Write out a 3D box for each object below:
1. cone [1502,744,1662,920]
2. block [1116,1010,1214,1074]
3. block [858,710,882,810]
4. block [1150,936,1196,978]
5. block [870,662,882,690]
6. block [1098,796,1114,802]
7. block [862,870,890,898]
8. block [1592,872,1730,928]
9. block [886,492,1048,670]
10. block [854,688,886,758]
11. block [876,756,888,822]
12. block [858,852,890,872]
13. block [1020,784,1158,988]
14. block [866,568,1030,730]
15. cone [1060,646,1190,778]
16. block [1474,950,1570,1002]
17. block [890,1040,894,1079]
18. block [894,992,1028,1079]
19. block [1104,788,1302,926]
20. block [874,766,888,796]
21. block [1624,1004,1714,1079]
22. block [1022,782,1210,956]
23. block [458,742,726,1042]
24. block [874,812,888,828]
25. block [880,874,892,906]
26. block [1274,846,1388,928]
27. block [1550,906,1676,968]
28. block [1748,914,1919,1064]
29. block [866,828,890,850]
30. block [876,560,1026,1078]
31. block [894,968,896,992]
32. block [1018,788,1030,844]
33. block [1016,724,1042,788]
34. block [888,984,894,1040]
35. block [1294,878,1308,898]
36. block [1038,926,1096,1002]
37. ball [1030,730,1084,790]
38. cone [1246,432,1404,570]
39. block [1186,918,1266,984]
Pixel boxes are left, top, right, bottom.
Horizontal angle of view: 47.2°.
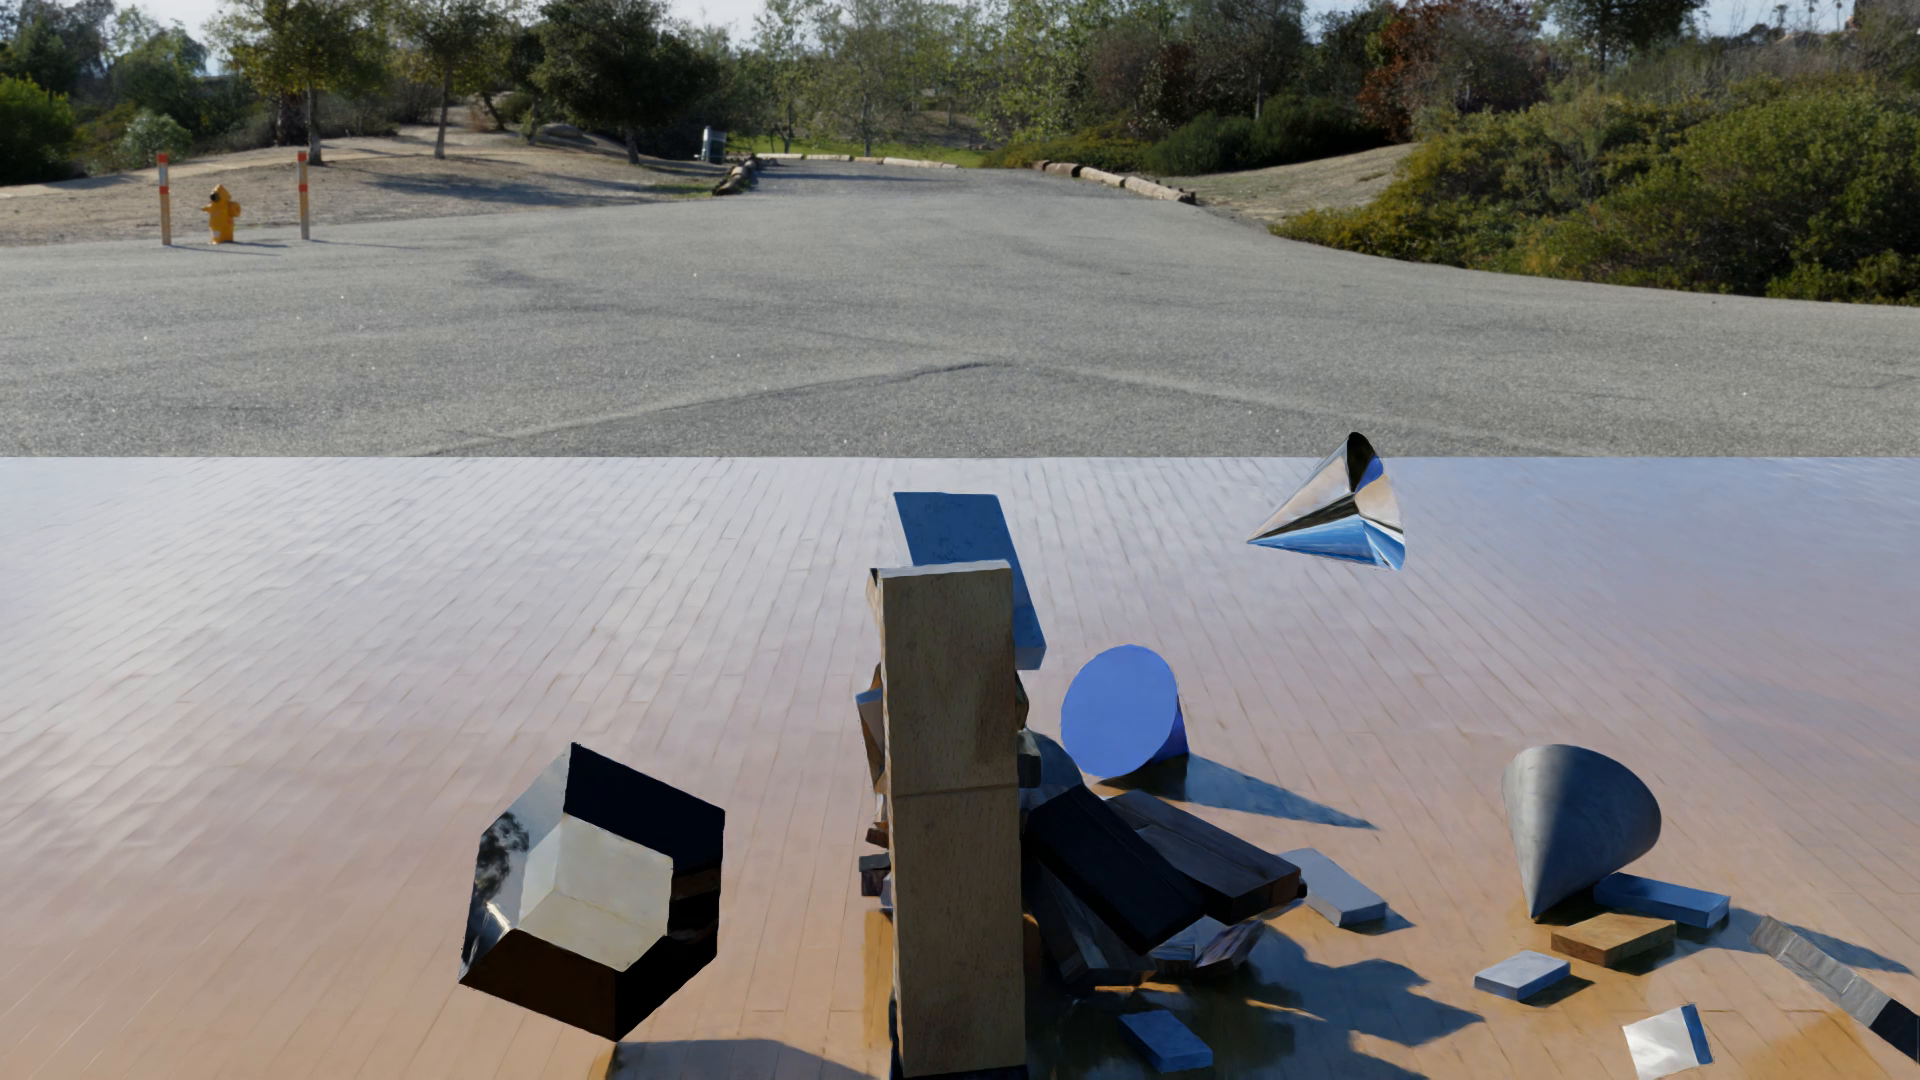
[{"bbox_3d":[0.982,0.529,3.623,0.272,0.272,0.272,7,41,32],"label":"cone"},{"bbox_3d":[0.283,0.694,3.050,0.076,0.022,0.153,-4,11,-19],"label":"block"},{"bbox_3d":[-0.065,0.304,3.139,0.134,0.268,0.038,-12,52,-5],"label":"block"},{"bbox_3d":[0.260,0.633,3.364,0.191,0.027,0.095,2,11,10],"label":"block"},{"bbox_3d":[-0.102,0.208,3.088,0.017,0.120,0.060,38,46,23],"label":"block"},{"bbox_3d":[0.243,0.499,4.095,0.165,0.023,0.082,2,11,10],"label":"block"},{"bbox_3d":[-0.085,0.546,3.482,0.136,0.039,0.273,1,-10,-1],"label":"block"},{"bbox_3d":[1.148,0.589,3.601,0.193,0.027,0.096,8,13,38],"label":"block"},{"bbox_3d":[0.006,0.052,2.971,0.152,0.043,0.303,1,42,-17],"label":"block"},{"bbox_3d":[-0.071,0.295,3.016,0.060,0.320,0.017,-16,52,5],"label":"block"},{"bbox_3d":[-0.039,0.293,3.067,0.134,0.293,0.038,-4,51,-10],"label":"block"},{"bbox_3d":[-0.080,0.536,3.608,0.159,0.023,0.080,14,-21,-40],"label":"block"},{"bbox_3d":[0.160,0.511,3.283,0.166,0.047,0.331,13,41,-47],"label":"block"},{"bbox_3d":[-0.021,0.143,2.943,0.152,0.043,0.303,1,33,-17],"label":"block"},{"bbox_3d":[0.390,0.384,4.410,0.272,0.272,0.272,10,-15,42],"label":"cone"},{"bbox_3d":[0.841,0.650,3.287,0.148,0.021,0.074,-10,15,-44],"label":"block"},{"bbox_3d":[-0.008,0.718,2.853,0.166,0.047,0.332,0,11,0],"label":"block"},{"bbox_3d":[-0.001,0.633,2.790,0.166,0.047,0.332,1,30,-2],"label":"block"},{"bbox_3d":[0.341,0.485,3.396,0.166,0.047,0.331,-13,26,-43],"label":"block"},{"bbox_3d":[-0.063,0.326,2.967,0.085,0.024,0.169,26,-22,-1],"label":"block"},{"bbox_3d":[0.909,0.648,2.828,0.021,0.074,0.148,-7,-20,-16],"label":"block"},{"bbox_3d":[0.219,0.476,3.202,0.134,0.038,0.268,-23,53,-38],"label":"block"},{"bbox_3d":[-0.504,0.489,3.037,0.250,0.250,0.250,28,36,-26],"label":"block"},{"bbox_3d":[-0.073,0.504,3.662,0.080,0.159,0.023,-1,52,30],"label":"block"},{"bbox_3d":[-0.016,0.497,3.287,0.136,0.039,0.273,11,12,11],"label":"block"},{"bbox_3d":[0.599,0.568,3.607,0.096,0.027,0.193,-6,24,-31],"label":"block"},{"bbox_3d":[1.023,0.619,3.439,0.193,0.027,0.096,-9,14,-39],"label":"block"},{"bbox_3d":[1.210,0.618,2.939,0.166,0.047,0.517,35,4,2],"label":"block"},{"bbox_3d":[-0.065,0.501,3.546,0.159,0.023,0.080,17,-1,23],"label":"block"},{"bbox_3d":[-0.007,0.338,2.626,0.152,0.629,0.043,-4,14,-9],"label":"block"},{"bbox_3d":[-0.008,0.452,2.743,0.143,0.285,0.040,-2,31,-7],"label":"block"},{"bbox_3d":[-0.004,0.431,2.897,0.143,0.040,0.432,-1,-32,-7],"label":"block"},{"bbox_3d":[0.021,0.270,2.792,0.143,0.040,0.285,3,3,-2],"label":"block"},{"bbox_3d":[-0.011,0.642,3.061,0.166,0.047,0.332,0,-2,0],"label":"block"},{"bbox_3d":[0.447,0.535,3.417,0.165,0.023,0.082,-1,15,-24],"label":"block"},{"bbox_3d":[0.150,0.561,3.293,0.076,0.022,0.276,30,32,-28],"label":"block"},{"bbox_3d":[0.085,0.448,3.720,0.261,0.261,0.261,0,11,0],"label":"ball"},{"bbox_3d":[0.591,-0.030,3.720,0.243,0.243,0.243,-19,2,25],"label":"cone"},{"bbox_3d":[0.406,0.624,3.344,0.074,0.021,0.179,-24,0,24],"label":"block"}]
